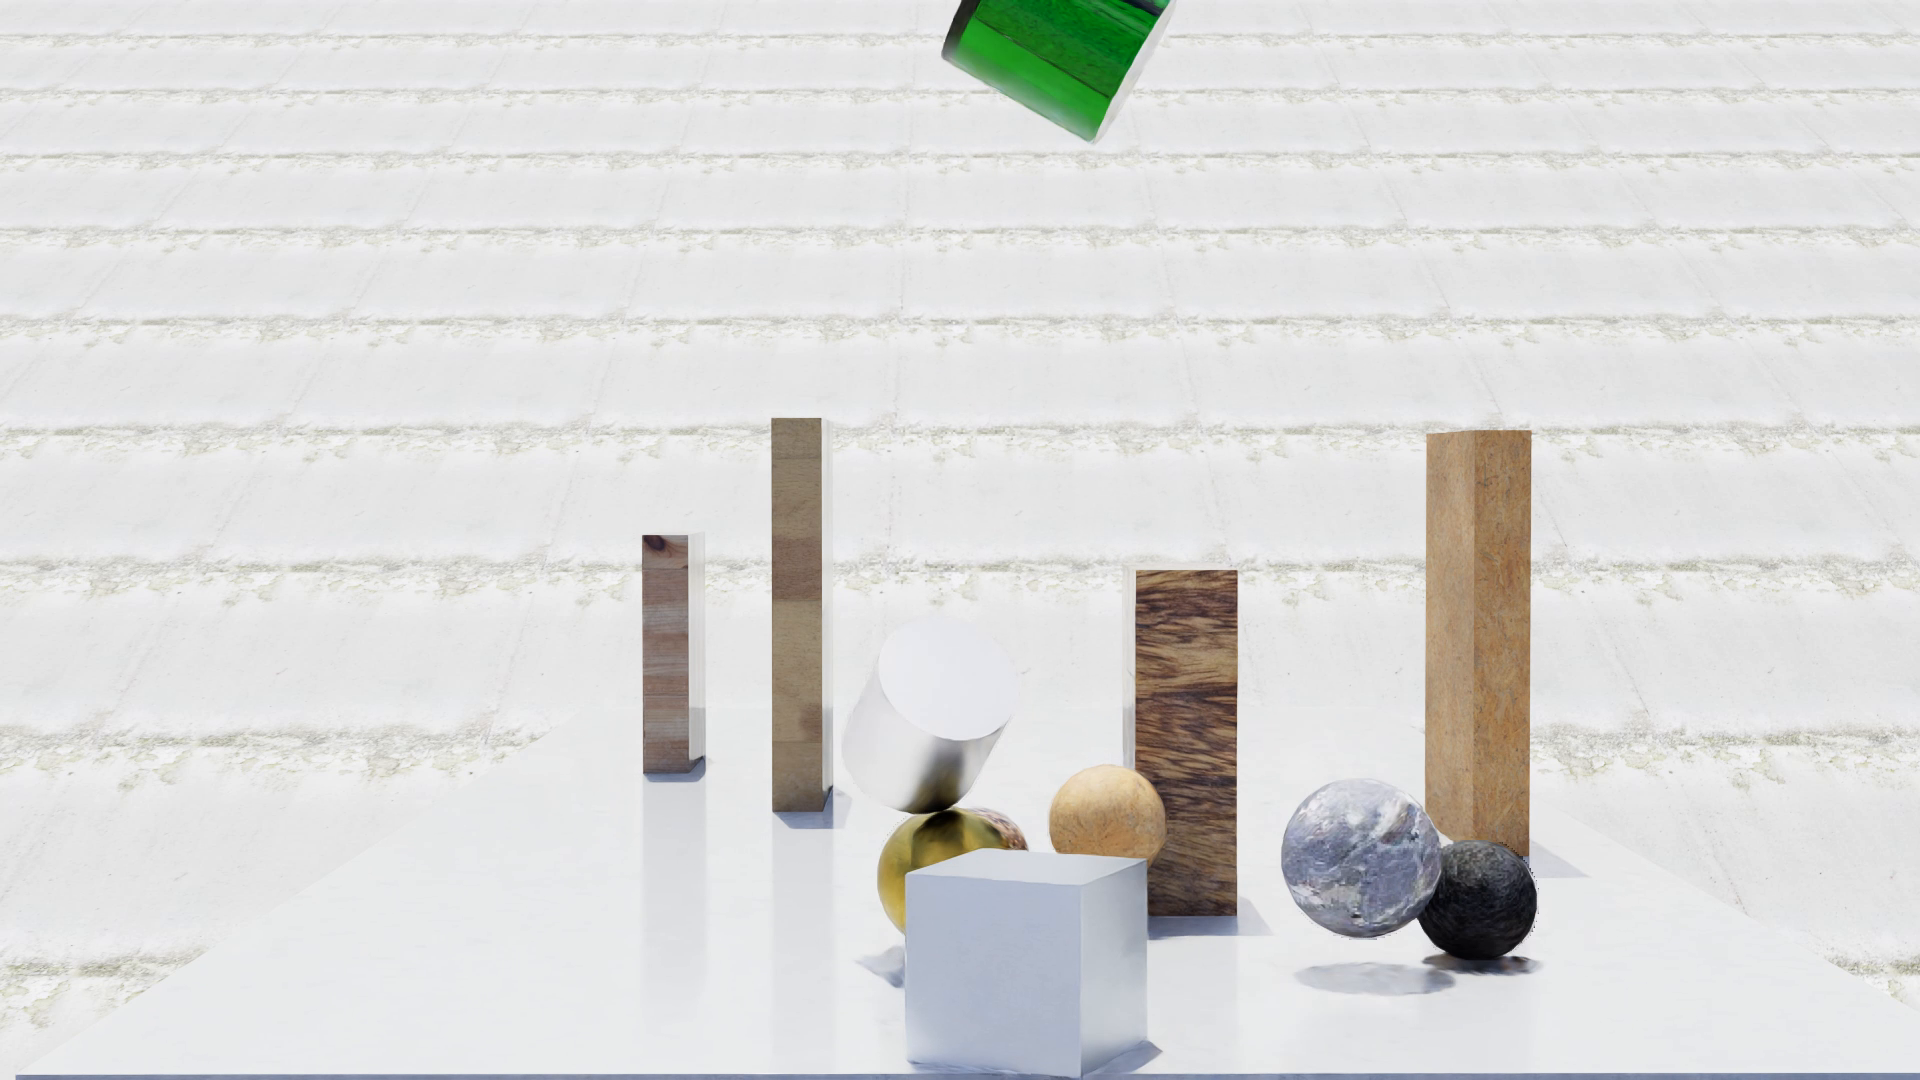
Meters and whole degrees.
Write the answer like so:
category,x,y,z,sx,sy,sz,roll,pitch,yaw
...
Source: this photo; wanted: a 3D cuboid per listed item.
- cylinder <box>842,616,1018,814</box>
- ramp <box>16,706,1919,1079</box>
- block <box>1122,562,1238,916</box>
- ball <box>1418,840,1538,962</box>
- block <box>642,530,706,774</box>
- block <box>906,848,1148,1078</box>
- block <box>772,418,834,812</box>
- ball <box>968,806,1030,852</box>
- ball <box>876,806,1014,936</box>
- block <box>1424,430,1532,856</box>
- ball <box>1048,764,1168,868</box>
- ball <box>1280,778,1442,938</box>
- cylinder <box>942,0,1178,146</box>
category,x,y,z,sx,sy,sz,roll,pitch,yaw
cylinder,-0.038,0.217,3.179,0.177,0.177,0.177,10,52,-13
ramp,0.058,0.528,4.565,2.000,0.100,4.000,0,2,0
block,0.304,0.270,3.601,0.138,0.466,0.272,0,2,0
ball,0.631,0.440,3.157,0.148,0.148,0.148,0,26,0
block,-0.584,0.222,5.285,0.092,0.474,0.343,0,2,0
block,0.071,0.432,2.667,0.191,0.191,0.191,1,2,24
block,-0.287,0.127,4.731,0.089,0.693,0.399,0,2,0
ball,0.025,0.434,3.515,0.142,0.142,0.142,0,26,0
ball,-0.015,0.423,3.231,0.179,0.179,0.179,0,26,0
block,0.841,0.155,4.206,0.088,0.662,0.413,0,2,0
ball,0.195,0.374,3.401,0.157,0.157,0.157,0,26,0
ball,0.479,0.379,3.083,0.191,0.191,0.191,0,26,0
cylinder,0.091,-0.464,2.329,0.158,0.158,0.158,30,30,3
